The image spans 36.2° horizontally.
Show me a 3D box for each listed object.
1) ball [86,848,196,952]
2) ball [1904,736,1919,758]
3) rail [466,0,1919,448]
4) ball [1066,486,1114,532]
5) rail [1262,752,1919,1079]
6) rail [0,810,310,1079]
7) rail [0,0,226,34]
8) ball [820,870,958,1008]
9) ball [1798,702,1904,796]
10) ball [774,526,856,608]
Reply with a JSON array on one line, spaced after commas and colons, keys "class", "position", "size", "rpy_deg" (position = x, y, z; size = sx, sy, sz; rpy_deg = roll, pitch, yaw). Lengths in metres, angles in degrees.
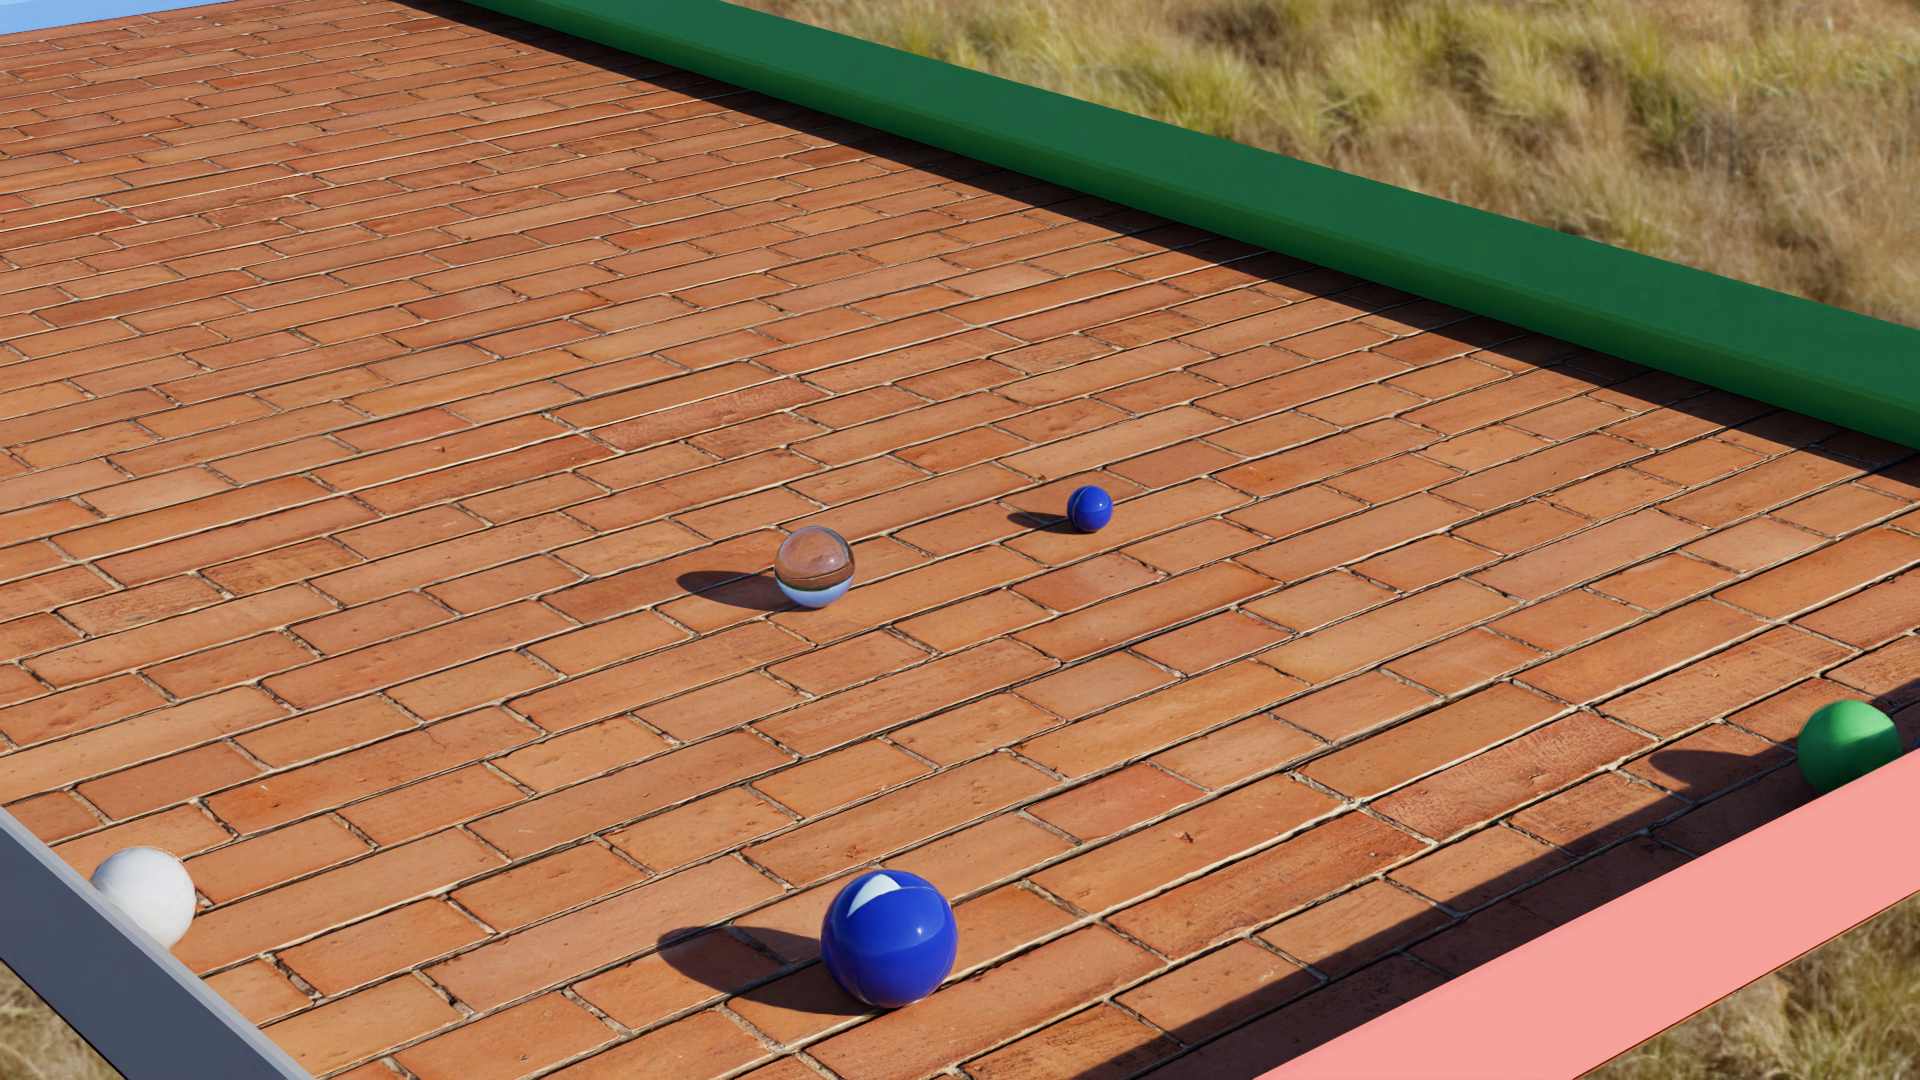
[{"class": "ball", "position": [-0.525, 0.232, 1.883], "size": [0.070, 0.070, 0.070], "rpy_deg": [0, 22, 0]}, {"class": "ball", "position": [0.694, 0.161, 2.078], "size": [0.054, 0.054, 0.054], "rpy_deg": [0, 22, 0]}, {"class": "rail", "position": [0.123, -0.474, 3.550], "size": [0.045, 0.111, 3.328], "rpy_deg": [-18, 28, -36]}, {"class": "ball", "position": [0.113, -0.027, 2.554], "size": [0.041, 0.041, 0.041], "rpy_deg": [0, 22, 0]}, {"class": "rail", "position": [0.518, 0.211, 1.878], "size": [1.760, 0.111, 0.045], "rpy_deg": [-18, 28, -36]}, {"class": "rail", "position": [-1.190, -0.058, 2.534], "size": [0.045, 0.111, 3.328], "rpy_deg": [-18, 28, -36]}, {"class": "rail", "position": [-1.586, -0.743, 4.207], "size": [1.760, 0.111, 0.045], "rpy_deg": [-18, 28, -36]}, {"class": "ball", "position": [-0.044, 0.247, 1.824], "size": [0.086, 0.086, 0.086], "rpy_deg": [0, 22, 0]}, {"class": "ball", "position": [0.630, 0.150, 2.081], "size": [0.072, 0.072, 0.072], "rpy_deg": [0, 22, 0]}, {"class": "ball", "position": [-0.118, 0.022, 2.400], "size": [0.067, 0.067, 0.067], "rpy_deg": [0, 22, 0]}]
